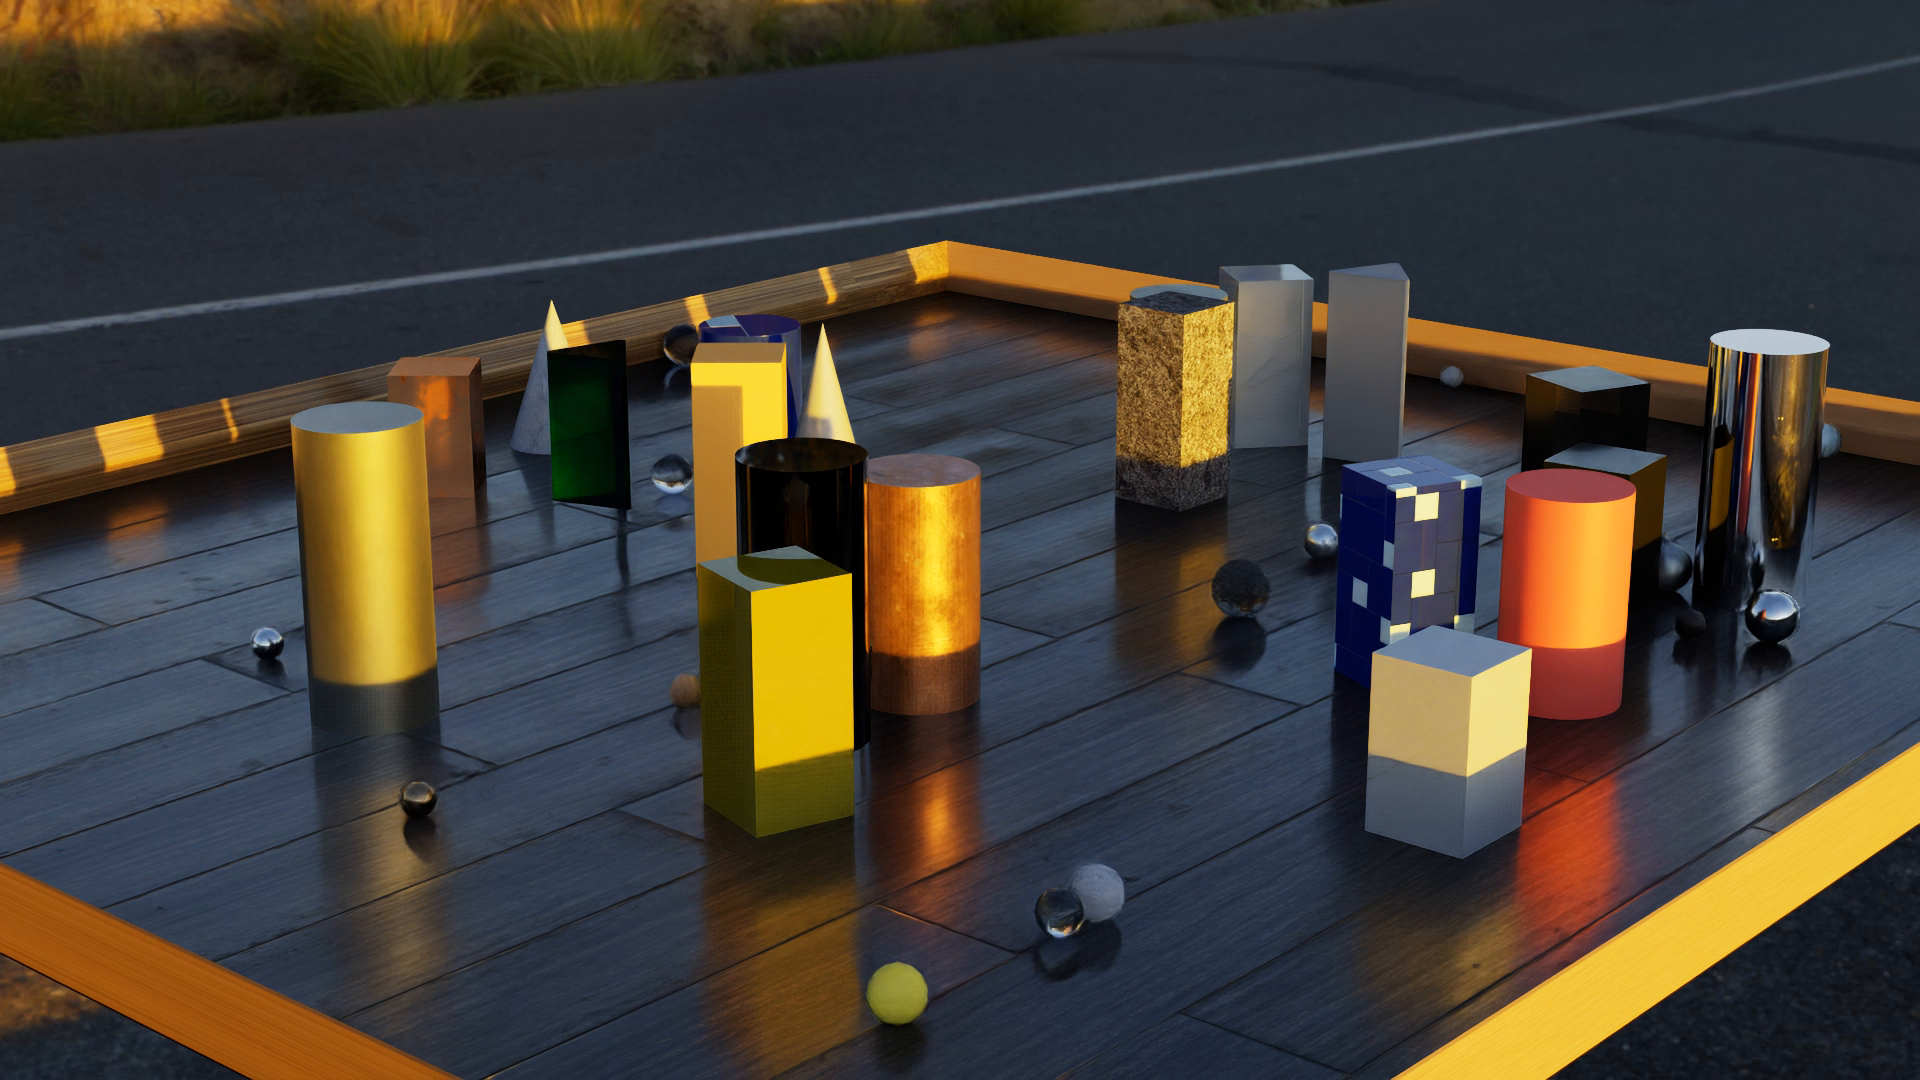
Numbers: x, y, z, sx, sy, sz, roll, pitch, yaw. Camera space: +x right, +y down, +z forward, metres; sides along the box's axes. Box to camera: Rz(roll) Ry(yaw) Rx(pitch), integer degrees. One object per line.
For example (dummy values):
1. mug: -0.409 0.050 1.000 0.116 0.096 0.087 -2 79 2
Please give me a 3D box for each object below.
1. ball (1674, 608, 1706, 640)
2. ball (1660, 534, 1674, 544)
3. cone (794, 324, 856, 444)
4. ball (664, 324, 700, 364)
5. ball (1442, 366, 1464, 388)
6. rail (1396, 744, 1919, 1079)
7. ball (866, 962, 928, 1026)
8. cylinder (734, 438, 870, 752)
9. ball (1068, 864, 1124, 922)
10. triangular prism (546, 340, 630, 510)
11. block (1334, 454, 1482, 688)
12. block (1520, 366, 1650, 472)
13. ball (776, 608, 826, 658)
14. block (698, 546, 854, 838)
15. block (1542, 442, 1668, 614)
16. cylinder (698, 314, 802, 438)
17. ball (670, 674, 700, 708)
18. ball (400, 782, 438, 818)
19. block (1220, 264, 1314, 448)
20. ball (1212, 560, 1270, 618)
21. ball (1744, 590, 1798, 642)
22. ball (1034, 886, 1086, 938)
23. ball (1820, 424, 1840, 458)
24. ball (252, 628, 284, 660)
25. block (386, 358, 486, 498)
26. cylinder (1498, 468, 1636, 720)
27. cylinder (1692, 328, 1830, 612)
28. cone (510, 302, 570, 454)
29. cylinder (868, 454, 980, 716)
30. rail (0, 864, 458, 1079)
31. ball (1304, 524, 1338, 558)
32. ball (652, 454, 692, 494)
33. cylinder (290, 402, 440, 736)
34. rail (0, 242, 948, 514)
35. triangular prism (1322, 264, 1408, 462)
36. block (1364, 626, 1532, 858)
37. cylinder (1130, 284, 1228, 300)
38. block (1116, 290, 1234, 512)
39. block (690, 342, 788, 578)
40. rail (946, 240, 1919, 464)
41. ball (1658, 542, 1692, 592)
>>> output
1. ball: 1.220 0.140 4.898 0.051 0.051 0.051 0 17 0
2. ball: 1.240 0.027 5.226 0.078 0.078 0.078 0 17 0
3. cone: -0.255 -0.215 5.487 0.197 0.391 0.197 0 17 0
4. ball: -0.641 -0.452 6.790 0.093 0.093 0.093 0 17 0
5. ball: 1.106 -0.367 6.585 0.048 0.048 0.048 0 17 0
6. rail: 1.276 0.352 4.059 0.045 0.128 3.843 14 22 39
7. ball: -0.075 0.544 3.517 0.074 0.074 0.074 0 17 0
8. cylinder: -0.234 0.086 4.395 0.197 0.445 0.197 0 17 0
9. ball: 0.176 0.457 3.805 0.075 0.075 0.075 0 17 0
10. triangular prism: -0.686 -0.230 5.701 0.171 0.296 0.148 7 18 22
11. block: 0.711 0.056 4.670 0.158 0.343 0.158 -8 18 -24
12. block: 1.145 -0.144 5.389 0.158 0.313 0.158 -8 19 -26
13. ball: -0.261 0.152 4.806 0.081 0.081 0.081 0 17 0
14. block: -0.259 0.211 4.130 0.158 0.359 0.158 -10 20 -31
15. block: 1.108 -0.018 5.069 0.158 0.256 0.158 12 20 34
16. cylinder: -0.406 -0.253 5.704 0.197 0.338 0.197 0 17 0
17. ball: -0.428 0.235 4.581 0.052 0.052 0.052 0 17 0
18. ball: -0.766 0.367 4.145 0.052 0.052 0.052 0 17 0
19. block: 0.634 -0.384 6.118 0.158 0.352 0.158 -3 17 -9
20. ball: 0.478 0.084 5.004 0.099 0.099 0.099 0 17 0
21. ball: 1.350 0.128 4.879 0.086 0.086 0.086 0 17 0
22. ball: 0.128 0.477 3.757 0.065 0.065 0.065 0 17 0
23. ball: 1.765 -0.204 6.007 0.071 0.071 0.071 0 17 0
24. ball: -1.134 0.170 4.799 0.052 0.052 0.052 0 17 0
25. block: -1.028 -0.223 5.770 0.158 0.243 0.158 0 17 0
26. cylinder: 0.942 0.083 4.574 0.197 0.348 0.197 0 17 0
27. cylinder: 1.380 -0.120 5.061 0.197 0.455 0.197 0 17 0
28. cone: -0.842 -0.350 6.085 0.197 0.304 0.197 0 17 0
29. cylinder: -0.066 0.068 4.591 0.197 0.367 0.197 0 17 0
30. rail: -1.244 0.446 3.748 3.428 0.128 0.045 14 22 39
31. ball: 0.657 0.002 5.333 0.065 0.065 0.065 0 17 0
32. ball: -0.564 -0.130 5.743 0.080 0.080 0.080 0 17 0
33. cylinder: -0.908 0.043 4.488 0.197 0.475 0.197 0 17 0
34. rail: -1.276 -0.288 6.181 0.045 0.128 3.843 14 22 39
35. triangular prism: 0.855 -0.363 5.987 0.171 0.386 0.148 10 19 29
36. block: 0.678 0.278 4.074 0.158 0.263 0.158 14 22 39
37. cylinder: 0.442 -0.336 5.979 0.197 0.339 0.197 0 17 0
38. block: 0.415 -0.271 5.682 0.158 0.386 0.158 14 22 39
39. block: -0.392 -0.144 5.251 0.158 0.392 0.158 0 17 0
40. rail: 1.244 -0.381 6.492 3.428 0.128 0.045 14 22 39
41. ball: 1.242 0.048 5.145 0.086 0.086 0.086 0 17 0
